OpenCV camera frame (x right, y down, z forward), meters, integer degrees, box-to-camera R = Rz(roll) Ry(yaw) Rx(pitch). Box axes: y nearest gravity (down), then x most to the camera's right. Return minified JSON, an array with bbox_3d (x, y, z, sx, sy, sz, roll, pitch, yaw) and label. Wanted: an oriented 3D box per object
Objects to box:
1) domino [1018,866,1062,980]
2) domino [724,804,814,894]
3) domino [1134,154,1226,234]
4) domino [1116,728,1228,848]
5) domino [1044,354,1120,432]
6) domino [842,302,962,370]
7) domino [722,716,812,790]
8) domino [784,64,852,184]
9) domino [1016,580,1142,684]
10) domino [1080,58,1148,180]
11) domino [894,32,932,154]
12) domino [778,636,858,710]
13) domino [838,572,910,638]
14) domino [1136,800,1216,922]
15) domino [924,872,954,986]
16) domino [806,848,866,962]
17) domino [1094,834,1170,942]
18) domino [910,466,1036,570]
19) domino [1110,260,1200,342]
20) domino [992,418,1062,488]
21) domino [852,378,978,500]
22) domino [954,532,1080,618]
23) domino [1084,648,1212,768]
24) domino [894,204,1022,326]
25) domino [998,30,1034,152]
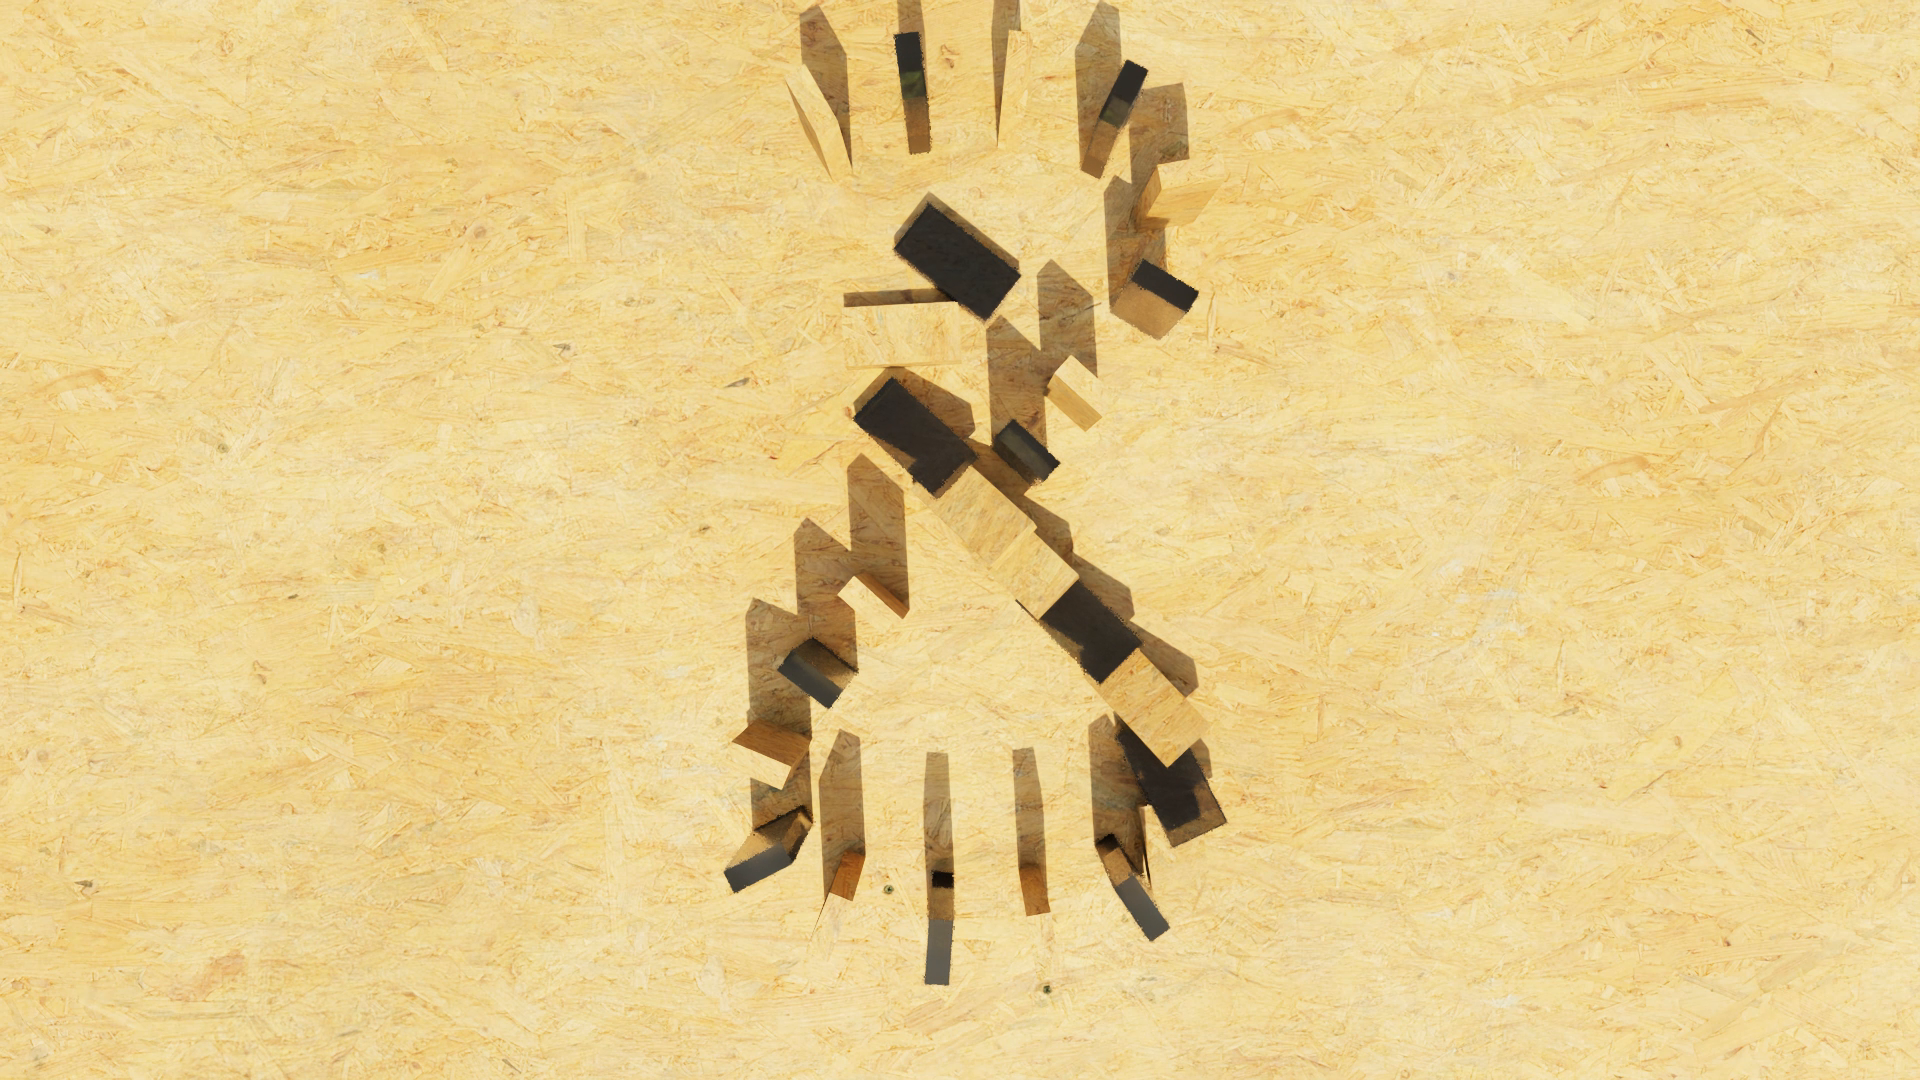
[{"bbox_3d":[0.032,0.155,0.375,0.009,0.050,0.025,-10,90,0],"label":"domino"},{"bbox_3d":[-0.077,0.125,0.375,0.025,0.050,0.009,-27,90,0],"label":"domino"},{"bbox_3d":[0.089,-0.141,0.375,0.025,0.050,0.009,-10,90,0],"label":"domino"},{"bbox_3d":[0.089,0.101,0.388,0.025,0.009,0.050,-25,73,0],"label":"domino"},{"bbox_3d":[0.049,-0.059,0.375,0.025,0.050,0.010,42,90,0],"label":"domino"},{"bbox_3d":[-0.025,-0.088,0.395,0.050,0.010,0.025,-3,90,0],"label":"domino"},{"bbox_3d":[-0.078,0.086,0.375,0.025,0.050,0.010,23,90,0],"label":"domino"},{"bbox_3d":[-0.057,-0.169,0.375,0.009,0.050,0.025,-30,90,0],"label":"domino"},{"bbox_3d":[0.050,0.035,0.390,0.025,0.010,0.050,-45,76,0],"label":"domino"},{"bbox_3d":[0.062,-0.171,0.375,0.010,0.050,0.025,26,90,0],"label":"domino"},{"bbox_3d":[-0.019,-0.181,0.375,0.009,0.050,0.025,-8,90,0],"label":"domino"},{"bbox_3d":[-0.057,0.054,0.375,0.025,0.050,0.010,38,90,0],"label":"domino"},{"bbox_3d":[-0.034,0.026,0.375,0.025,0.050,0.010,42,90,0],"label":"domino"},{"bbox_3d":[0.093,0.137,0.395,0.025,0.010,0.050,-9,90,0],"label":"domino"},{"bbox_3d":[-0.008,0.158,0.375,0.010,0.050,0.025,4,90,0],"label":"domino"},{"bbox_3d":[-0.050,0.148,0.375,0.009,0.050,0.025,22,90,0],"label":"domino"},{"bbox_3d":[0.070,0.141,0.375,0.009,0.050,0.025,-35,90,0],"label":"domino"},{"bbox_3d":[0.005,-0.013,0.386,0.025,0.009,0.050,-46,69,0],"label":"domino"},{"bbox_3d":[0.079,-0.097,0.375,0.025,0.050,0.010,30,90,0],"label":"domino"},{"bbox_3d":[0.026,-0.034,0.375,0.025,0.050,0.010,43,90,0],"label":"domino"},{"bbox_3d":[-0.019,-0.043,0.389,0.050,0.009,0.025,44,90,16],"label":"domino"},{"bbox_3d":[0.024,0.007,0.389,0.025,0.010,0.050,-45,76,0],"label":"domino"},{"bbox_3d":[0.079,0.068,0.388,0.025,0.010,0.050,-42,73,-1],"label":"domino"},{"bbox_3d":[-0.001,-0.118,0.395,0.050,0.010,0.025,38,90,0],"label":"domino"},{"bbox_3d":[0.022,-0.182,0.375,0.010,0.050,0.025,6,90,0],"label":"domino"}]
